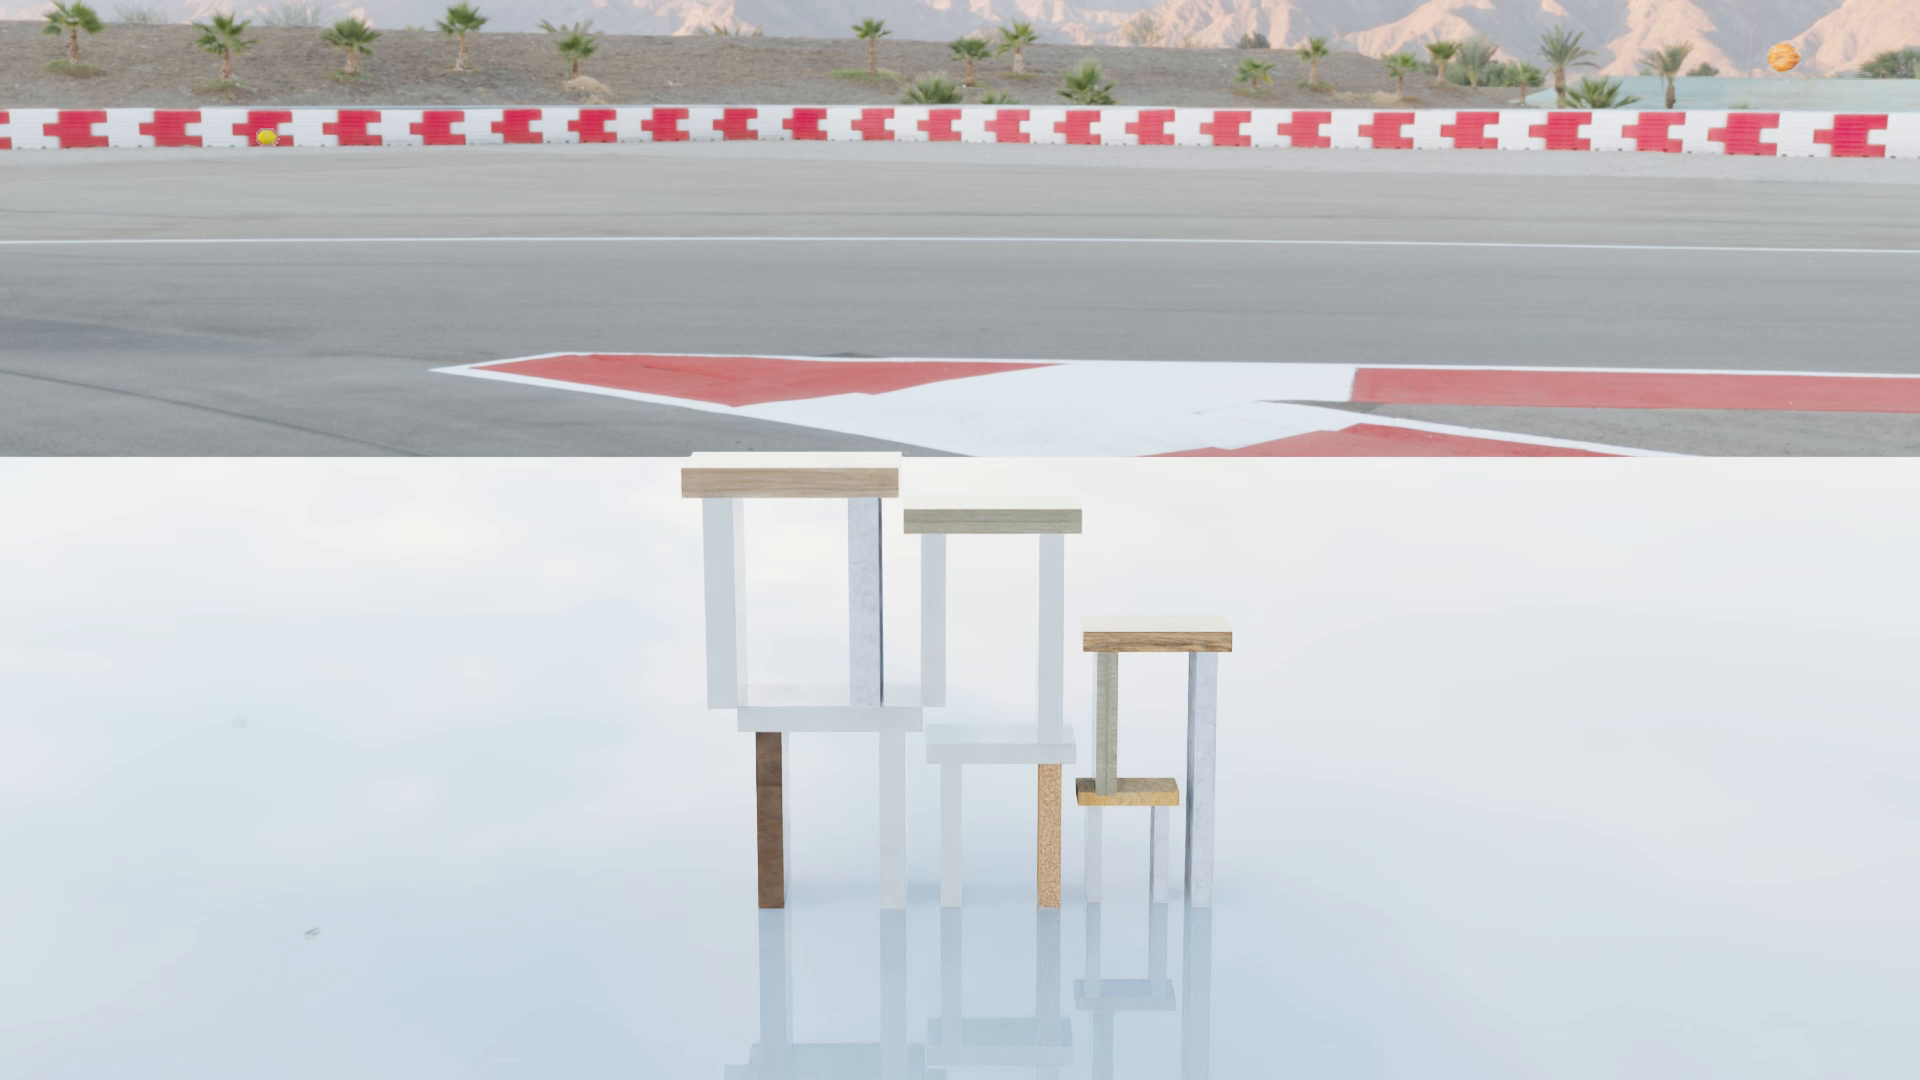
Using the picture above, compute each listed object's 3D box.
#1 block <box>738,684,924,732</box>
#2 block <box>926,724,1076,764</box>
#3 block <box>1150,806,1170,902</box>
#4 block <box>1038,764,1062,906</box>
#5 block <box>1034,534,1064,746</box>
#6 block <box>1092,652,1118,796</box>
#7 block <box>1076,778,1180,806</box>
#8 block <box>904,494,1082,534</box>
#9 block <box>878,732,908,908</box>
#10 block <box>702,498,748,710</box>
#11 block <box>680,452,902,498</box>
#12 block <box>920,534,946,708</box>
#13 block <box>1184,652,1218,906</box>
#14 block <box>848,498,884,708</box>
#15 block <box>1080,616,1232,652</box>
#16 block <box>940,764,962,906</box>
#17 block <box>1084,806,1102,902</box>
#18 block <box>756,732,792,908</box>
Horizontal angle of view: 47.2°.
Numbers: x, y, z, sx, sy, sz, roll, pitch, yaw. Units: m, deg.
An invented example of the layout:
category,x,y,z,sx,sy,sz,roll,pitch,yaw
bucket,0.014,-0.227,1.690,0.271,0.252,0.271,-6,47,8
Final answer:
category,x,y,z,sx,sy,sz,roll,pitch,yaw
block,-0.209,0.275,3.615,0.299,0.042,0.149,0,11,0
block,0.067,0.335,3.618,0.243,0.034,0.122,0,11,0
block,0.331,0.509,3.652,0.023,0.166,0.083,0,11,0
block,0.148,0.471,3.643,0.034,0.243,0.122,0,11,0
block,0.146,0.148,3.582,0.040,0.346,0.141,0,11,0
block,0.237,0.287,3.610,0.034,0.239,0.120,0,11,0
block,0.276,0.416,3.635,0.166,0.023,0.083,0,11,0
block,0.052,-0.042,3.547,0.283,0.040,0.141,0,11,0
block,-0.110,0.442,3.645,0.042,0.299,0.149,0,11,0
block,-0.381,0.087,3.574,0.048,0.342,0.171,0,11,0
block,-0.267,-0.105,3.539,0.342,0.048,0.171,0,11,0
block,-0.042,0.117,3.577,0.040,0.283,0.141,0,11,0
block,0.397,0.380,3.628,0.034,0.428,0.120,0,11,0
block,-0.152,0.087,3.574,0.048,0.342,0.171,0,11,0
block,0.317,0.152,3.585,0.239,0.034,0.120,0,11,0
block,-0.014,0.471,3.643,0.034,0.243,0.122,0,11,0
block,0.221,0.509,3.652,0.023,0.166,0.083,0,11,0
block,-0.309,0.442,3.645,0.042,0.299,0.149,0,11,0
